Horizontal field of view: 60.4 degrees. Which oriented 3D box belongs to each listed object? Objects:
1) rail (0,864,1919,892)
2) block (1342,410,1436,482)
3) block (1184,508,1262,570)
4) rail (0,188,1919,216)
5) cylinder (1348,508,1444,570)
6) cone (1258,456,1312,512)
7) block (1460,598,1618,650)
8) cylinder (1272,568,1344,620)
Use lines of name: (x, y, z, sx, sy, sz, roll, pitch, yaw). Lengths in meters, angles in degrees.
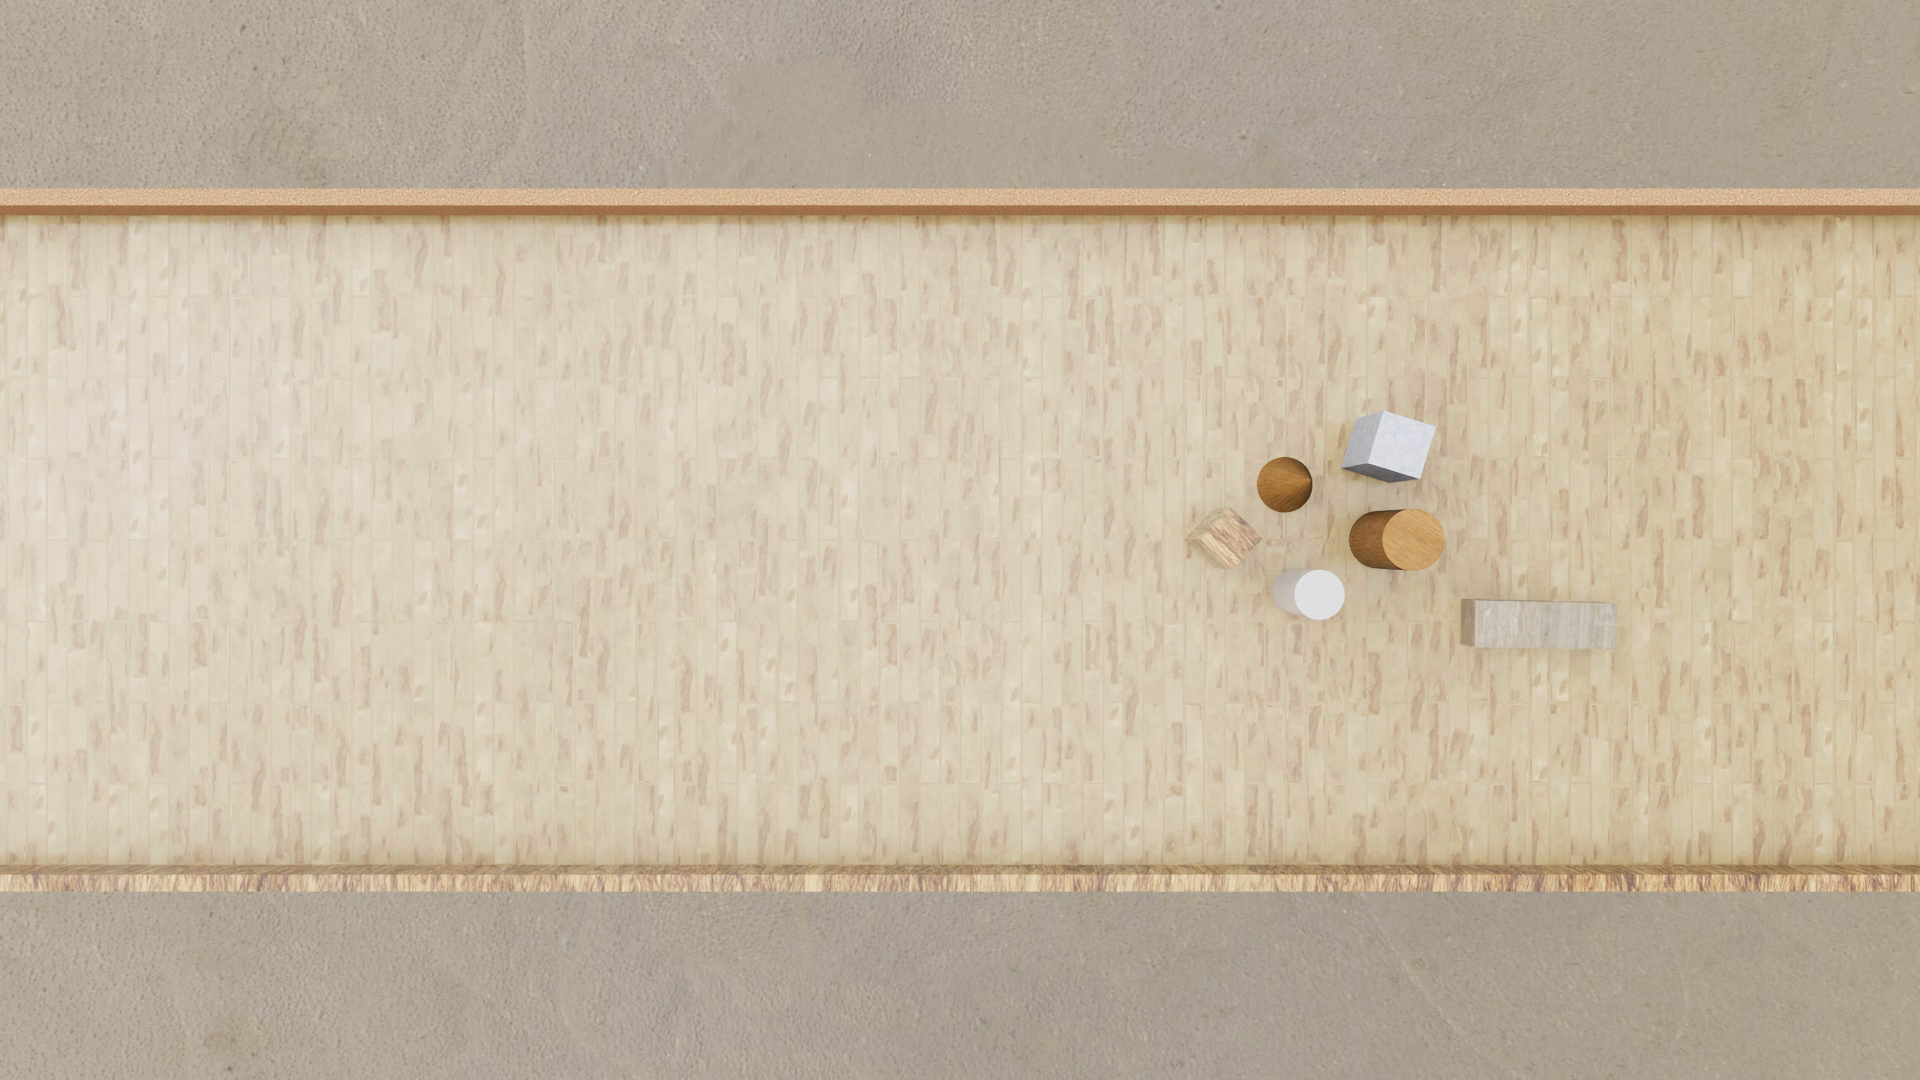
rail: (-2.247, 1.025, 5.001, 12.000, 0.150, 0.050, 0, 90, 0)
block: (1.270, -0.274, 4.908, 0.157, 0.337, 0.157, 17, 90, 0)
block: (0.780, -0.004, 4.907, 0.127, 0.340, 0.127, 44, 90, 0)
rail: (-2.247, -1.025, 5.002, 12.000, 0.150, 0.050, 0, 90, 0)
cylinder: (1.286, -0.001, 4.875, 0.177, 0.402, 0.177, 0, 90, 0)
cone: (1.000, -0.170, 4.886, 0.171, 0.381, 0.171, 0, 90, 0)
block: (1.754, 0.255, 5.007, 0.425, 0.139, 0.139, 1, 90, 0)
cylinder: (1.033, 0.157, 4.907, 0.144, 0.340, 0.144, 0, 90, 0)
